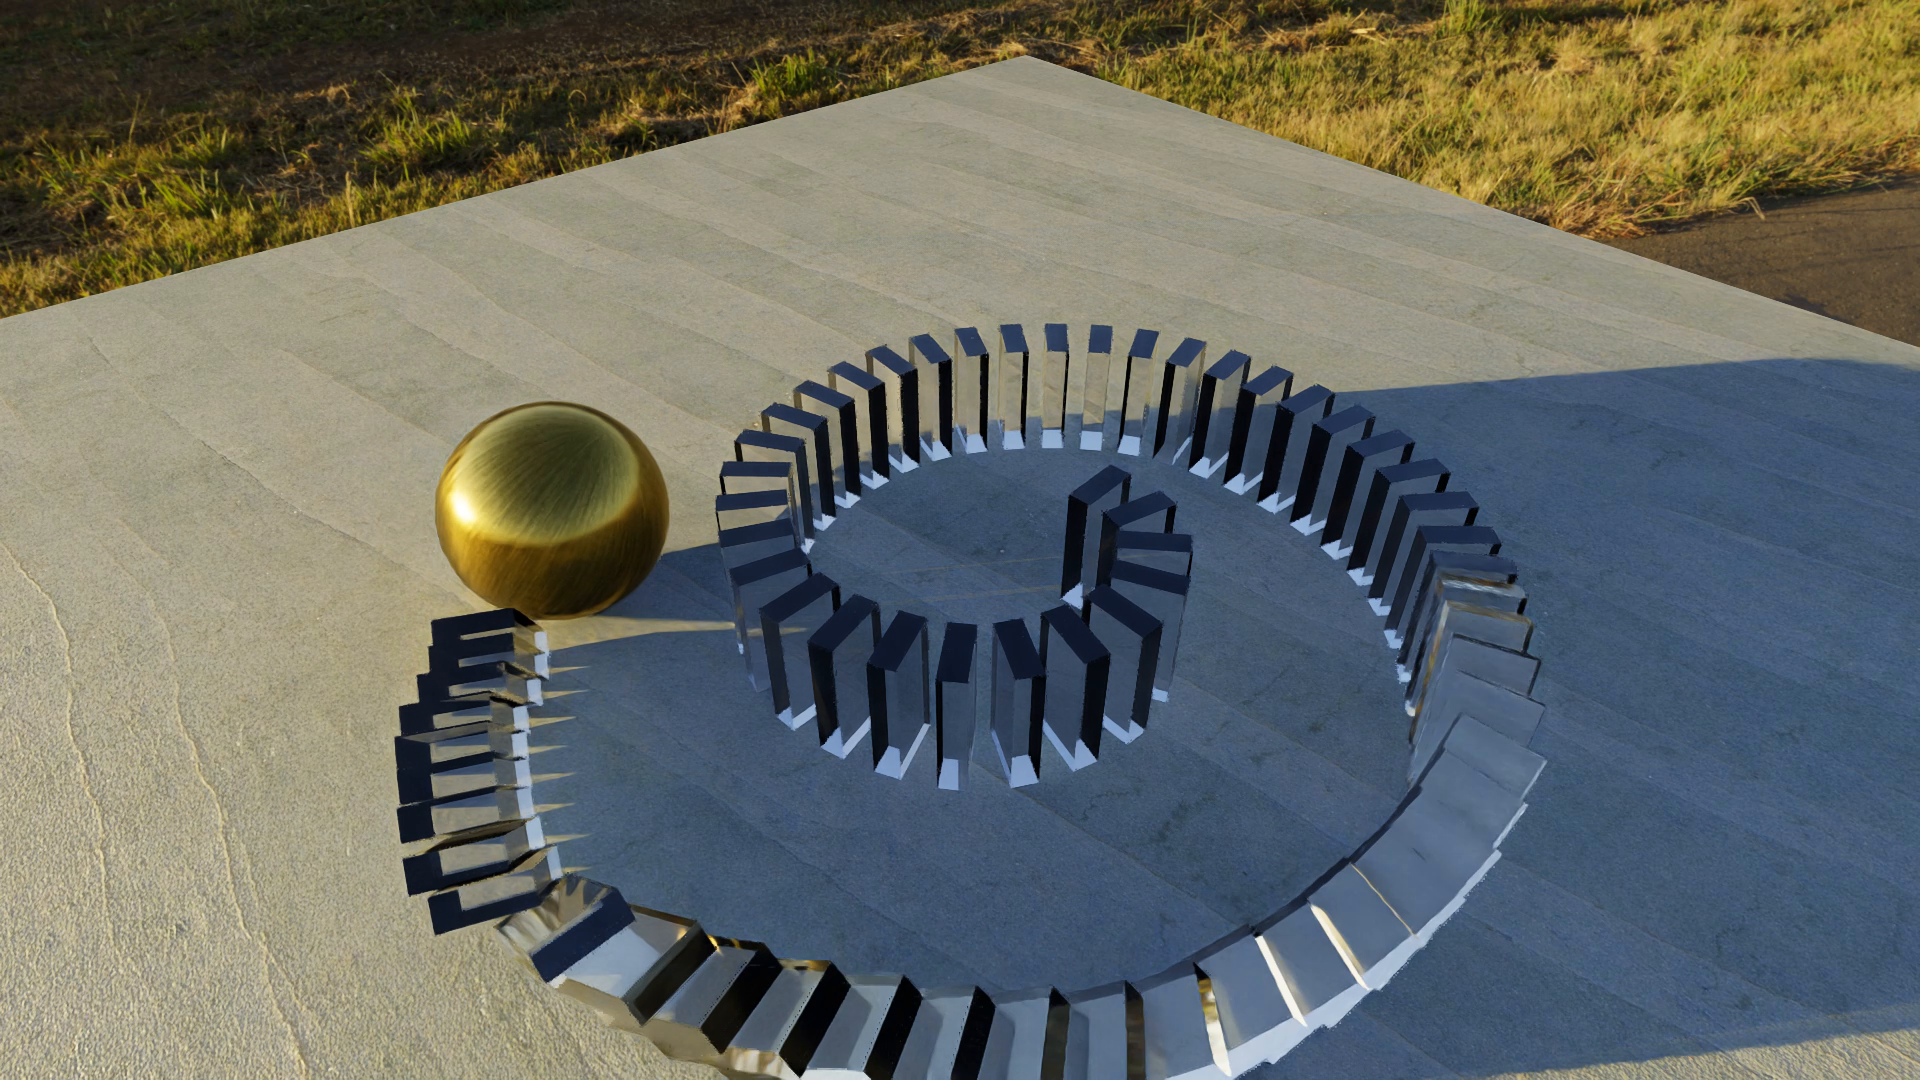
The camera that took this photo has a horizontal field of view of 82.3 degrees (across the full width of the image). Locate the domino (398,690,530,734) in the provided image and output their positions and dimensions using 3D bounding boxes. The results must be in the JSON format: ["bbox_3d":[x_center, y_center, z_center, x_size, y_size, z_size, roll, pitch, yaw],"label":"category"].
[{"bbox_3d":[-0.154,0.057,0.346,0.025,0.050,0.010,-9,78,-11],"label":"domino"}]

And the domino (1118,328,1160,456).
[{"bbox_3d":[0.080,-0.066,0.492,0.009,0.050,0.025,11,41,13],"label":"domino"}]

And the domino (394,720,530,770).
[{"bbox_3d":[-0.151,0.064,0.337,0.025,0.050,0.009,-9,78,-11],"label":"domino"}]

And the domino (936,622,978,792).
[{"bbox_3d":[-0.001,0.053,0.347,0.009,0.050,0.025,5,40,6],"label":"domino"}]

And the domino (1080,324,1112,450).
[{"bbox_3d":[0.061,-0.068,0.495,0.009,0.050,0.025,5,40,6],"label":"domino"}]

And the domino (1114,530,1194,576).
[{"bbox_3d":[0.066,0.020,0.387,0.025,0.050,0.010,3,39,4],"label":"domino"}]

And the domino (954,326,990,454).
[{"bbox_3d":[0.005,-0.067,0.493,0.009,0.050,0.025,-8,40,-10],"label":"domino"}]

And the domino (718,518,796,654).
[{"bbox_3d":[-0.070,0.017,0.391,0.025,0.050,0.009,-11,41,-13],"label":"domino"}]

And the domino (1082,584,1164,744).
[{"bbox_3d":[0.051,0.041,0.361,0.010,0.050,0.025,-29,47,-31],"label":"domino"}]

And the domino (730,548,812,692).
[{"bbox_3d":[-0.062,0.028,0.377,0.025,0.050,0.009,-19,43,-21],"label":"domino"}]

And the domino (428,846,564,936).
[{"bbox_3d":[-0.126,0.095,0.301,0.025,0.050,0.010,-12,84,-15],"label":"domino"}]

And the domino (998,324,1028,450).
[{"bbox_3d":[0.024,-0.069,0.495,0.010,0.050,0.025,-4,39,-4],"label":"domino"}]

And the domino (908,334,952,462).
[{"bbox_3d":[-0.013,-0.063,0.488,0.010,0.050,0.025,-16,42,-19],"label":"domino"}]

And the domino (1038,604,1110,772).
[{"bbox_3d":[0.035,0.048,0.353,0.009,0.050,0.025,-18,43,-21],"label":"domino"}]

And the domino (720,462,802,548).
[{"bbox_3d":[-0.075,-0.007,0.420,0.025,0.050,0.009,1,39,1],"label":"domino"}]

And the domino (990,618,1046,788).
[{"bbox_3d":[0.018,0.052,0.348,0.009,0.050,0.025,-9,40,-11],"label":"domino"}]

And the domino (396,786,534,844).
[{"bbox_3d":[-0.142,0.079,0.319,0.025,0.050,0.009,-11,80,-13],"label":"domino"}]

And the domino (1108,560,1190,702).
[{"bbox_3d":[0.062,0.031,0.373,0.025,0.050,0.009,14,41,16],"label":"domino"}]

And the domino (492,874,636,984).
[{"bbox_3d":[-0.107,0.103,0.294,0.025,0.009,0.050,-32,7,-33],"label":"domino"}]

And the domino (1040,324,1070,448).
[{"bbox_3d":[0.042,-0.069,0.496,0.010,0.050,0.025,1,39,1],"label":"domino"}]

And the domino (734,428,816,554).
[{"bbox_3d":[-0.073,-0.019,0.434,0.025,0.050,0.009,10,40,12],"label":"domino"}]

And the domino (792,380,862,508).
[{"bbox_3d":[-0.055,-0.040,0.460,0.025,0.050,0.009,25,45,27],"label":"domino"}]

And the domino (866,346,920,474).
[{"bbox_3d":[-0.029,-0.057,0.481,0.009,0.050,0.025,-26,46,-28],"label":"domino"}]

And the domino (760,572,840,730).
[{"bbox_3d":[-0.051,0.037,0.366,0.009,0.050,0.025,31,49,32],"label":"domino"}]

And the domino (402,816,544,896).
[{"bbox_3d":[-0.135,0.088,0.310,0.025,0.050,0.009,-11,84,-12],"label":"domino"}]

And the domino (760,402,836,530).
[{"bbox_3d":[-0.065,-0.030,0.448,0.025,0.050,0.010,19,43,21],"label":"domino"}]

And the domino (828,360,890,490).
[{"bbox_3d":[-0.043,-0.049,0.471,0.025,0.050,0.009,31,49,32],"label":"domino"}]

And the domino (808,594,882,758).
[{"bbox_3d":[-0.036,0.045,0.357,0.010,0.050,0.025,21,44,24],"label":"domino"}]

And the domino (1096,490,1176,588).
[{"bbox_3d":[0.063,0.008,0.402,0.025,0.050,0.010,-20,44,-23],"label":"domino"}]

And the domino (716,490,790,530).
[{"bbox_3d":[-0.074,0.005,0.405,0.025,0.050,0.009,-6,40,-7],"label":"domino"}]

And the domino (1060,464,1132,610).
[{"bbox_3d":[0.051,-0.001,0.412,0.009,0.050,0.025,30,48,31],"label":"domino"}]

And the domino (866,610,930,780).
[{"bbox_3d":[-0.019,0.050,0.351,0.010,0.050,0.025,14,41,16],"label":"domino"}]

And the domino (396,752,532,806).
[{"bbox_3d":[-0.146,0.072,0.328,0.025,0.050,0.009,-10,79,-12],"label":"domino"}]
